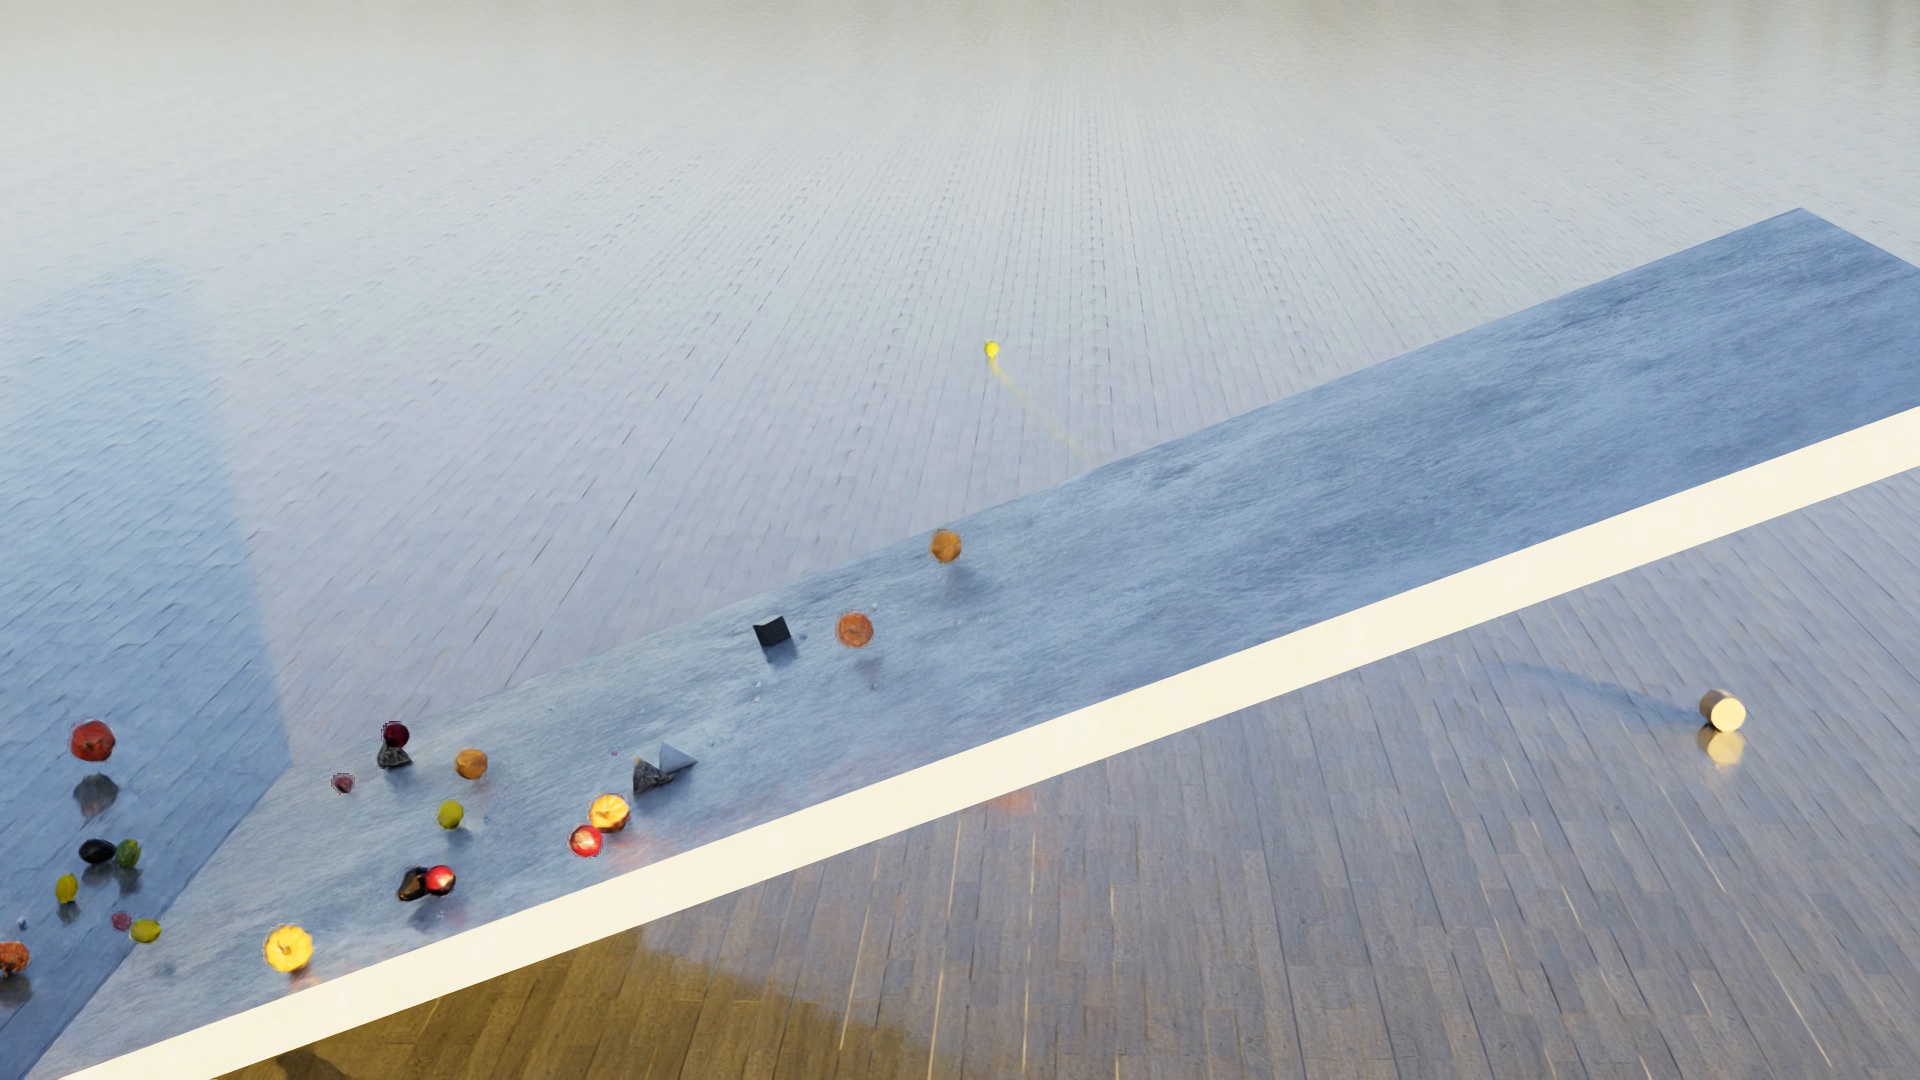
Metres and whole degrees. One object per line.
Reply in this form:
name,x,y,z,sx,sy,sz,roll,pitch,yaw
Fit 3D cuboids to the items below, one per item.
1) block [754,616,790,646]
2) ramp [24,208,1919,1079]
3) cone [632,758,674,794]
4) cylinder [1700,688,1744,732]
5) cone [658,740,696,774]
block,-0.432,0.209,6.749,0.054,0.054,0.054,-28,13,-29
ramp,0.121,0.175,6.293,4.000,0.100,2.000,-20,12,7
cone,-0.613,0.478,5.913,0.079,0.079,0.079,6,14,2
cylinder,2.116,0.472,8.168,0.095,0.095,0.095,-2,14,-7
cone,-0.569,0.448,5.972,0.078,0.078,0.078,8,12,-12
